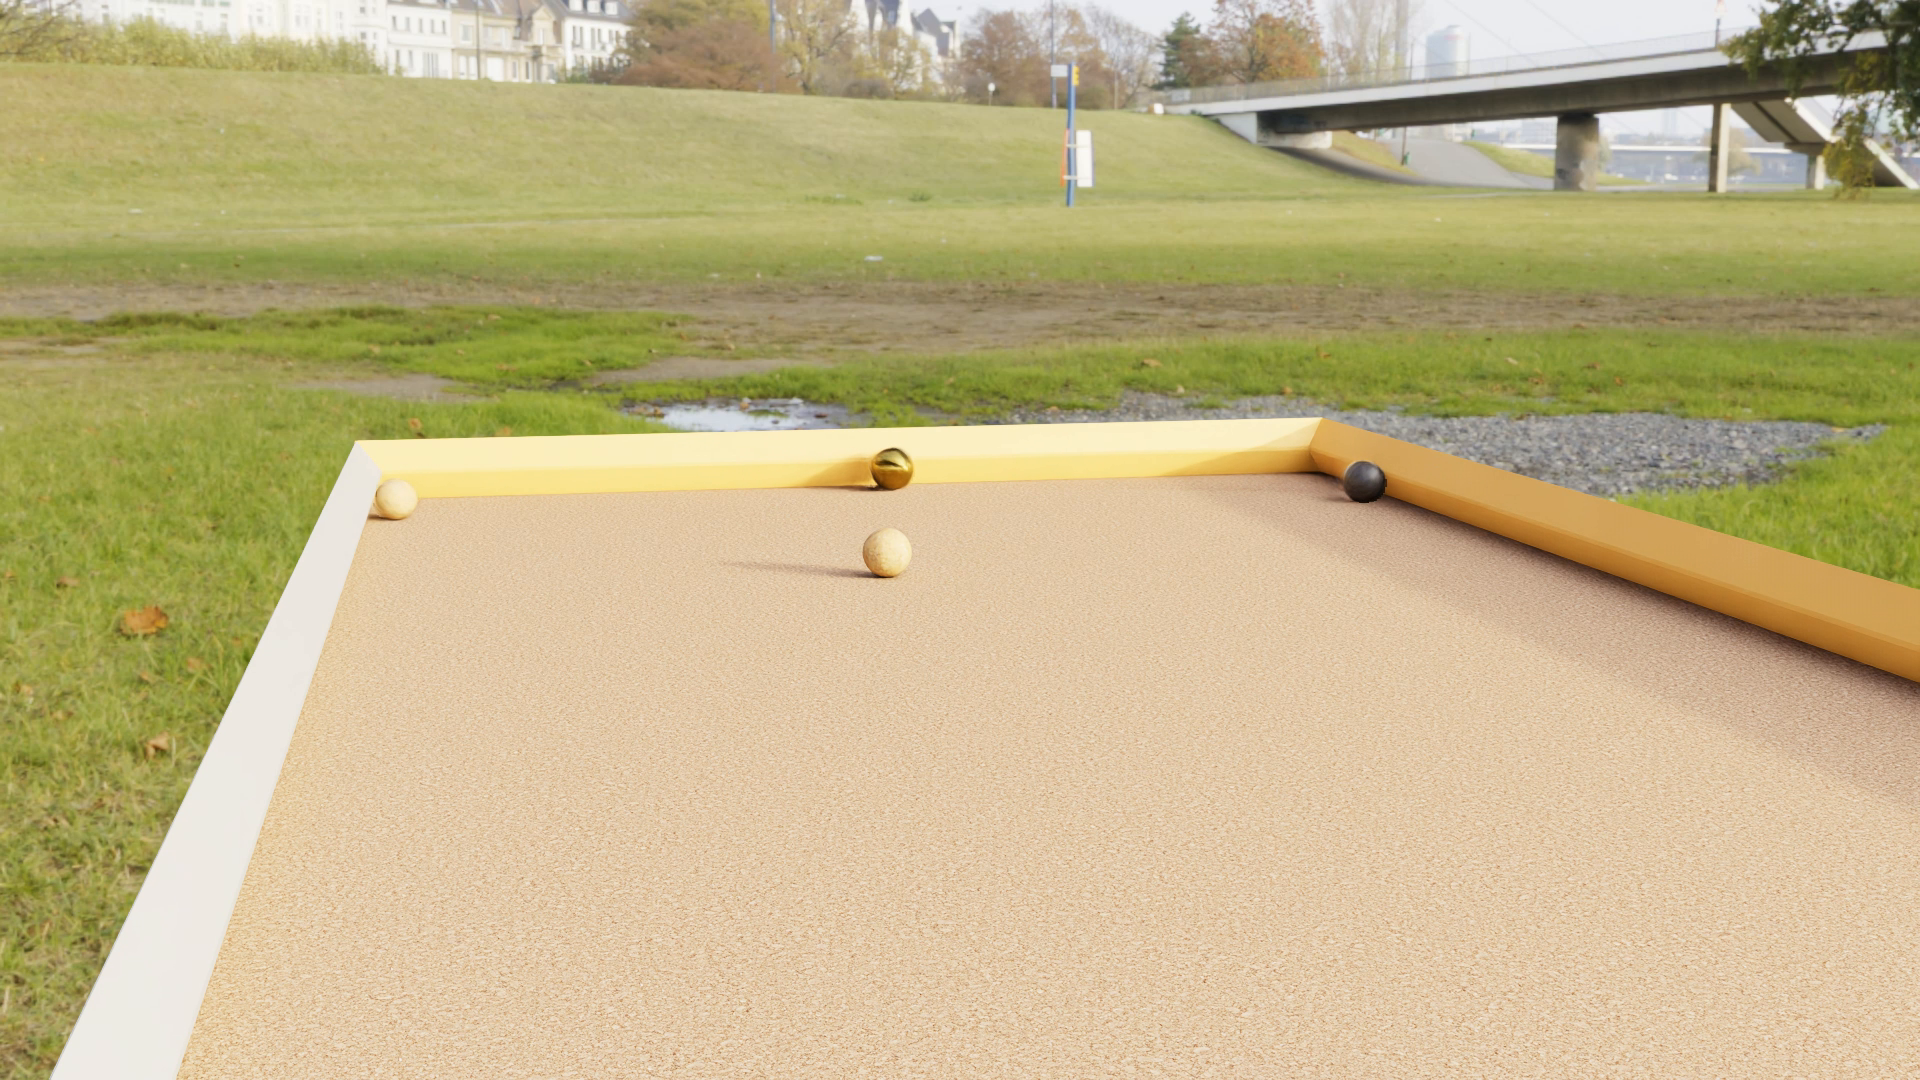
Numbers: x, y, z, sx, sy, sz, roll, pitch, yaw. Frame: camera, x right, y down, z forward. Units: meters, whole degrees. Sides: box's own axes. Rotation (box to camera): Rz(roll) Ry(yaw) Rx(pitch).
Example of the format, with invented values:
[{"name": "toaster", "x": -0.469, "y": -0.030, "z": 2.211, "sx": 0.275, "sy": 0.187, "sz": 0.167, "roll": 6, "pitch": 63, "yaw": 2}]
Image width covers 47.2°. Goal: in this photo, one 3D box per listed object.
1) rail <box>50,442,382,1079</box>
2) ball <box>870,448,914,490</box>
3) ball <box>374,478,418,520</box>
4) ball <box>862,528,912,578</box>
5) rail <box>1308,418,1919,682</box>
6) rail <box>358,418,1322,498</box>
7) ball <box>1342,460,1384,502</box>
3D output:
[{"name": "rail", "x": -0.693, "y": 0.158, "z": 2.251, "sx": 0.045, "sy": 0.105, "sz": 3.562, "roll": -2, "pitch": 10, "yaw": -12}, {"name": "ball", "x": -0.126, "y": -0.132, "z": 4.083, "sx": 0.081, "sy": 0.081, "sz": 0.081, "roll": 0, "pitch": 9, "yaw": 0}, {"name": "ball", "x": -0.957, "y": -0.070, "z": 3.735, "sx": 0.071, "sy": 0.071, "sz": 0.071, "roll": 0, "pitch": 9, "yaw": 0}, {"name": "ball", "x": -0.106, "y": 0.018, "z": 3.201, "sx": 0.072, "sy": 0.072, "sz": 0.072, "roll": 0, "pitch": 9, "yaw": 0}, {"name": "rail", "x": 1.065, "y": 0.097, "z": 2.621, "sx": 0.045, "sy": 0.105, "sz": 3.562, "roll": -2, "pitch": 10, "yaw": -12}, {"name": "rail", "x": -0.181, "y": -0.154, "z": 4.131, "sx": 1.845, "sy": 0.105, "sz": 0.045, "roll": -2, "pitch": 10, "yaw": -12}, {"name": "ball", "x": 0.721, "y": -0.105, "z": 3.930, "sx": 0.076, "sy": 0.076, "sz": 0.076, "roll": 0, "pitch": 9, "yaw": 0}]
